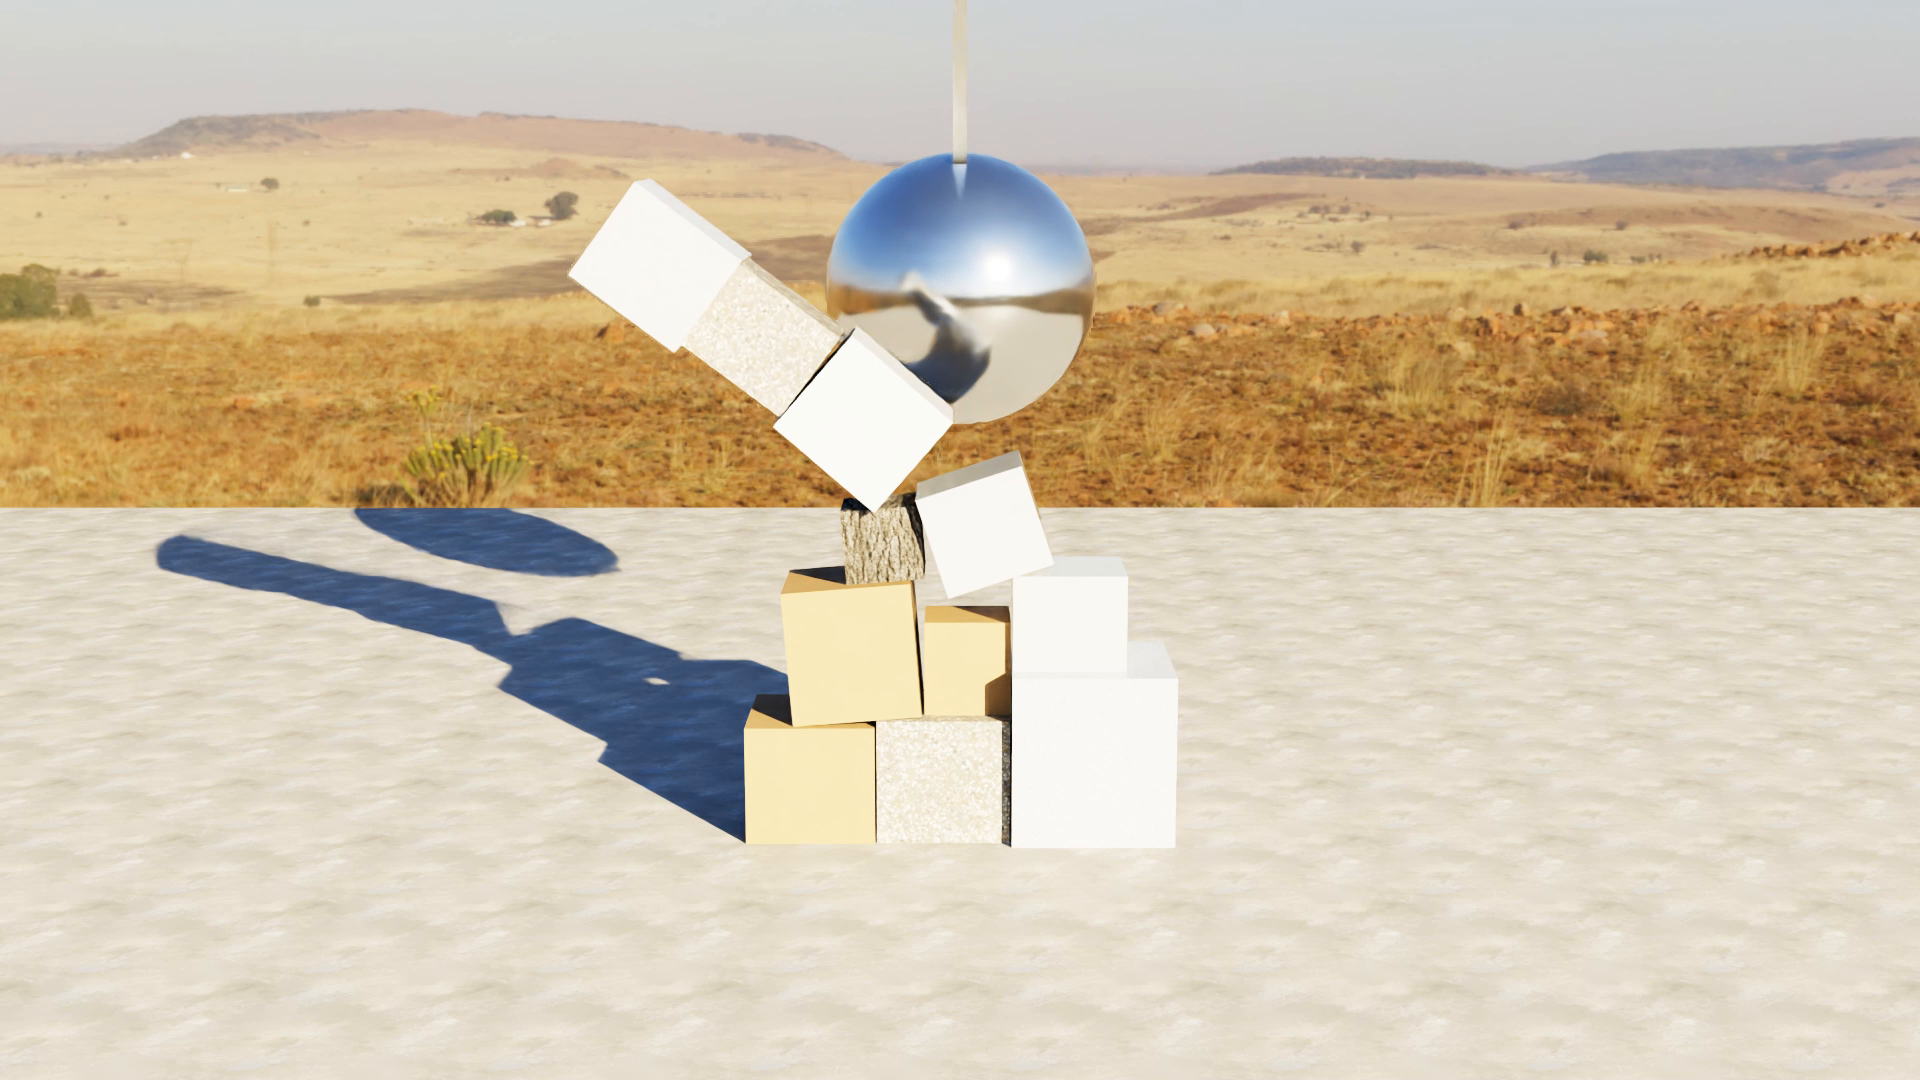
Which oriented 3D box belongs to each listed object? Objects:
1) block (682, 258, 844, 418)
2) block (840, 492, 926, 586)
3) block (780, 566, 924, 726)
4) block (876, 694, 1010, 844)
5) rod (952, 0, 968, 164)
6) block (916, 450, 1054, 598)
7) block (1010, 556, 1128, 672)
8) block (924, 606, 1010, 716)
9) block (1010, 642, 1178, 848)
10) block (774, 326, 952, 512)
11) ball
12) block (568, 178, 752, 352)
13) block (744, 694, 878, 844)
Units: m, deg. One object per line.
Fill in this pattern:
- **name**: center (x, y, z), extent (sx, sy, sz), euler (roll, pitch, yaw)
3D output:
- **block**: center (-0.977, -1.017, 11.002), extent (0.602, 0.489, 0.515), euler (37, 8, -6)
- **block**: center (-0.388, -0.011, 11.199), extent (0.393, 0.372, 0.440), euler (-4, 10, 1)
- **block**: center (-0.543, 0.522, 11.291), extent (0.647, 0.682, 0.634), euler (-5, 10, 1)
- **block**: center (-0.084, 1.163, 11.398), extent (0.669, 0.634, 0.662), euler (0, 10, 0)
- **rod**: center (0.000, -4.413, 11.292), extent (0.080, 5.200, 0.080), euler (0, 31, 0)
- **block**: center (0.123, -0.088, 11.173), extent (0.552, 0.520, 0.587), euler (-18, 10, 3)
- **block**: center (0.551, 0.374, 11.257), extent (0.571, 0.487, 0.536), euler (0, 10, 0)
- **block**: center (0.038, 0.615, 11.302), extent (0.435, 0.479, 0.419), euler (0, 10, 0)
- **block**: center (0.671, 1.044, 11.377), extent (0.820, 0.875, 0.822), euler (0, 10, 0)
- **block**: center (-0.476, -0.618, 11.067), extent (0.652, 0.591, 0.606), euler (41, 8, -7)
- **ball**: center (0.000, -1.485, 13.019), extent (1.600, 1.600, 1.600), euler (0, 10, 0)
- **block**: center (-1.480, -1.371, 10.935), extent (0.634, 0.560, 0.538), euler (36, 9, -6)
- **block**: center (-0.755, 1.178, 11.407), extent (0.652, 0.601, 0.698), euler (0, 10, 0)
